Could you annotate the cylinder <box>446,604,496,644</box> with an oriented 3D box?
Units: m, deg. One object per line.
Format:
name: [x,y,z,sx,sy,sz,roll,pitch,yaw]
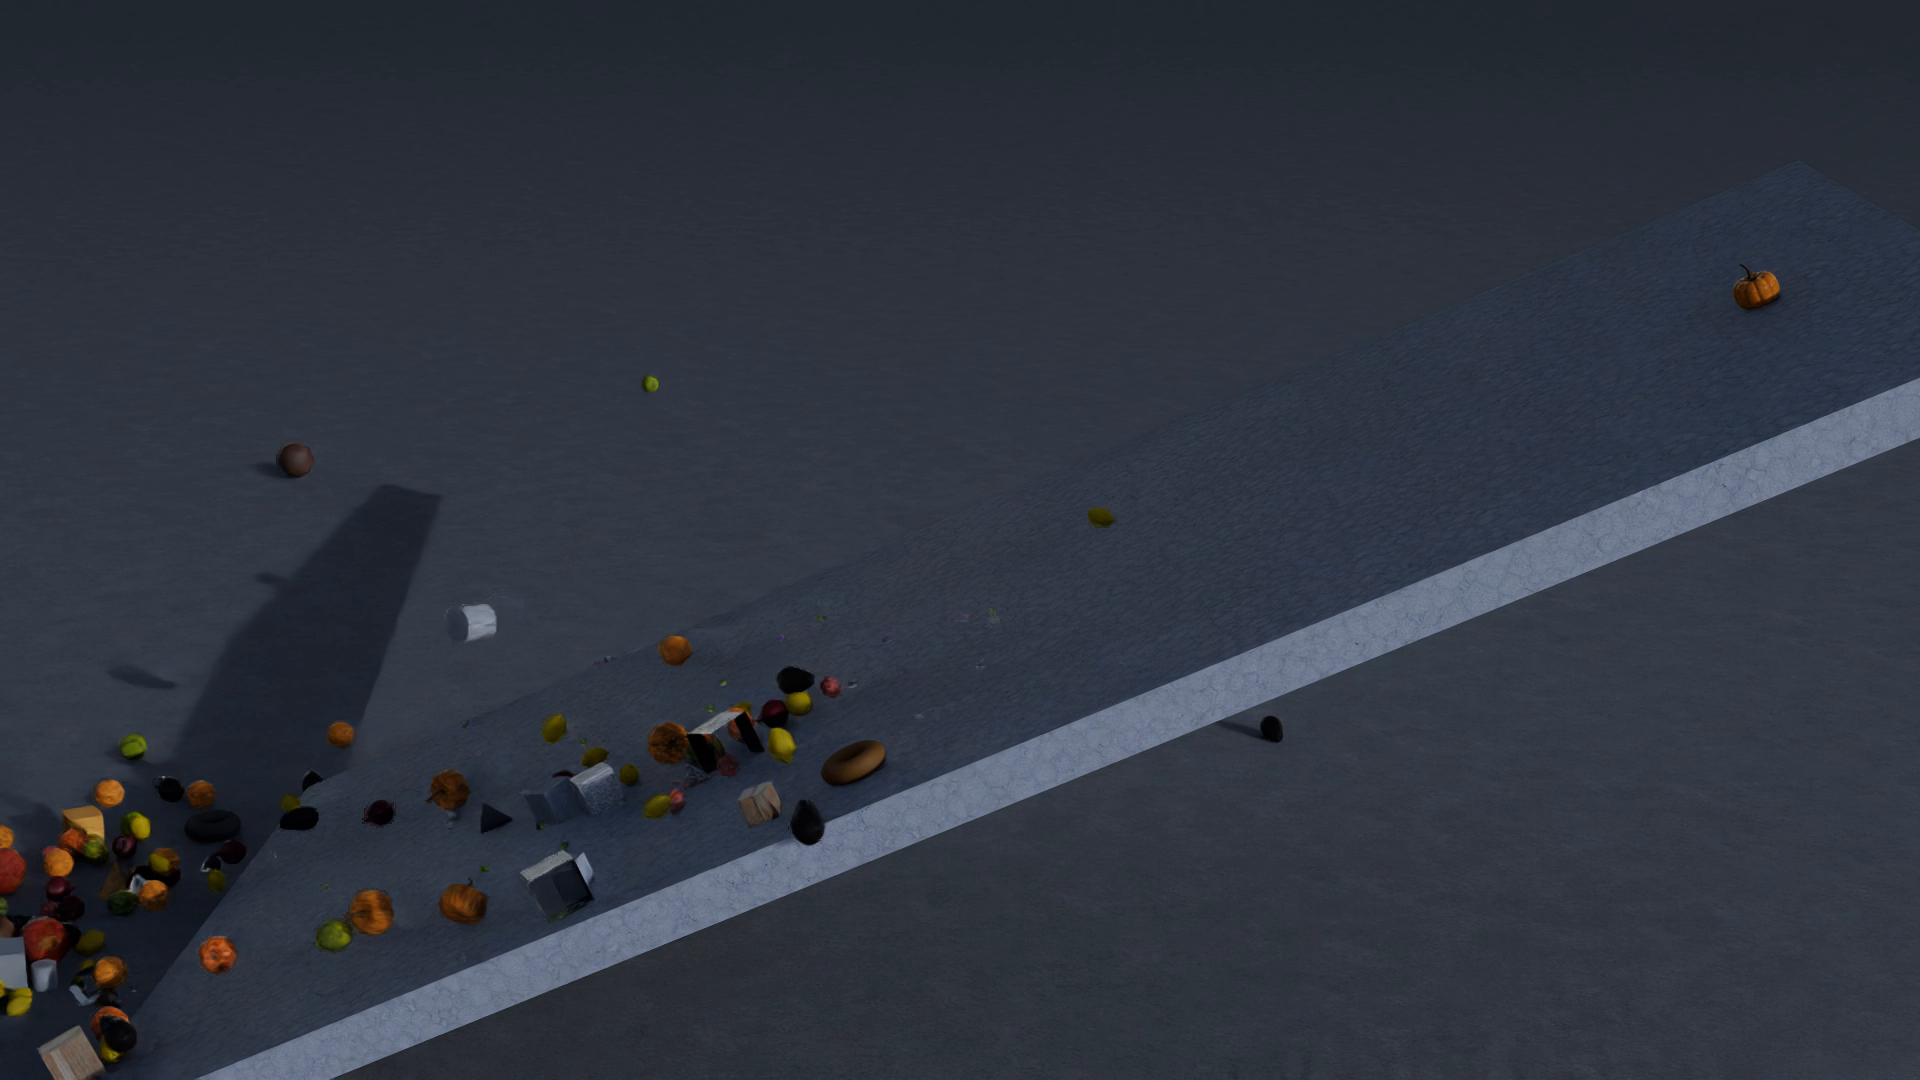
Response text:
cylinder: [-1.253,0.214,7.548,0.090,0.090,0.090,13,14,40]

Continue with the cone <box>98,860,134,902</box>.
cone: [-2.022,0.807,7.051,0.091,0.091,0.091,0,15,0]

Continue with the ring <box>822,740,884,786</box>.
ring: [-0.202,0.422,5.561,0.130,0.043,0.130,-23,14,6]

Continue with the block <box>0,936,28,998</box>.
block: [-2.119,0.948,6.510,0.100,0.100,0.100,-5,16,-18]

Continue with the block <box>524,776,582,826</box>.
block: [-0.851,0.548,6.177,0.075,0.075,0.075,-10,19,48]

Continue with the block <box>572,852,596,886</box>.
block: [-0.745,0.642,5.638,0.058,0.058,0.058,-19,14,24]

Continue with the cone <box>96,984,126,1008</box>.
cone: [-1.847,1.008,6.428,0.057,0.057,0.057,30,20,6]

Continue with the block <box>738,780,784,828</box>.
block: [-0.376,0.497,5.543,0.057,0.057,0.057,-21,13,16]

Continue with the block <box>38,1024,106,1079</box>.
block: [-1.772,1.037,5.867,0.091,0.091,0.091,-30,13,-19]

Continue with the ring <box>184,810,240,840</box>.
ring: [-1.892,0.724,7.450,0.139,0.046,0.139,-1,15,0]

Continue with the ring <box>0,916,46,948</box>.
ring: [-2.178,0.905,6.768,0.148,0.049,0.148,0,14,0]

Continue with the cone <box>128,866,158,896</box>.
cone: [-1.980,0.803,7.067,0.080,0.080,0.080,-12,28,-37]

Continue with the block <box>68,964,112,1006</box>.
block: [-1.906,0.976,6.444,0.056,0.056,0.056,47,35,17]

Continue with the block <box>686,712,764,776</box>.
block: [-0.477,0.414,5.983,0.095,0.095,0.095,-33,15,-33]

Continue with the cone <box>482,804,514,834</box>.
cone: [-0.993,0.601,6.331,0.067,0.067,0.067,2,15,-2]

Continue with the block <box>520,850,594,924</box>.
block: [-0.759,0.653,5.541,0.093,0.093,0.093,-28,13,-16]

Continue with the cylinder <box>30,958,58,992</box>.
cylinder: [-2.032,0.966,6.528,0.055,0.055,0.055,0,15,0]

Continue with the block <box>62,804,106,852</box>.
block: [-2.199,0.723,7.379,0.083,0.083,0.083,-8,17,-28]

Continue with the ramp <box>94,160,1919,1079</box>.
ramp: [0.132,0.170,6.284,4.000,0.100,2.000,-23,13,8]

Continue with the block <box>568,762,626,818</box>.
block: [-0.752,0.519,6.103,0.080,0.080,0.080,-29,13,-17]
